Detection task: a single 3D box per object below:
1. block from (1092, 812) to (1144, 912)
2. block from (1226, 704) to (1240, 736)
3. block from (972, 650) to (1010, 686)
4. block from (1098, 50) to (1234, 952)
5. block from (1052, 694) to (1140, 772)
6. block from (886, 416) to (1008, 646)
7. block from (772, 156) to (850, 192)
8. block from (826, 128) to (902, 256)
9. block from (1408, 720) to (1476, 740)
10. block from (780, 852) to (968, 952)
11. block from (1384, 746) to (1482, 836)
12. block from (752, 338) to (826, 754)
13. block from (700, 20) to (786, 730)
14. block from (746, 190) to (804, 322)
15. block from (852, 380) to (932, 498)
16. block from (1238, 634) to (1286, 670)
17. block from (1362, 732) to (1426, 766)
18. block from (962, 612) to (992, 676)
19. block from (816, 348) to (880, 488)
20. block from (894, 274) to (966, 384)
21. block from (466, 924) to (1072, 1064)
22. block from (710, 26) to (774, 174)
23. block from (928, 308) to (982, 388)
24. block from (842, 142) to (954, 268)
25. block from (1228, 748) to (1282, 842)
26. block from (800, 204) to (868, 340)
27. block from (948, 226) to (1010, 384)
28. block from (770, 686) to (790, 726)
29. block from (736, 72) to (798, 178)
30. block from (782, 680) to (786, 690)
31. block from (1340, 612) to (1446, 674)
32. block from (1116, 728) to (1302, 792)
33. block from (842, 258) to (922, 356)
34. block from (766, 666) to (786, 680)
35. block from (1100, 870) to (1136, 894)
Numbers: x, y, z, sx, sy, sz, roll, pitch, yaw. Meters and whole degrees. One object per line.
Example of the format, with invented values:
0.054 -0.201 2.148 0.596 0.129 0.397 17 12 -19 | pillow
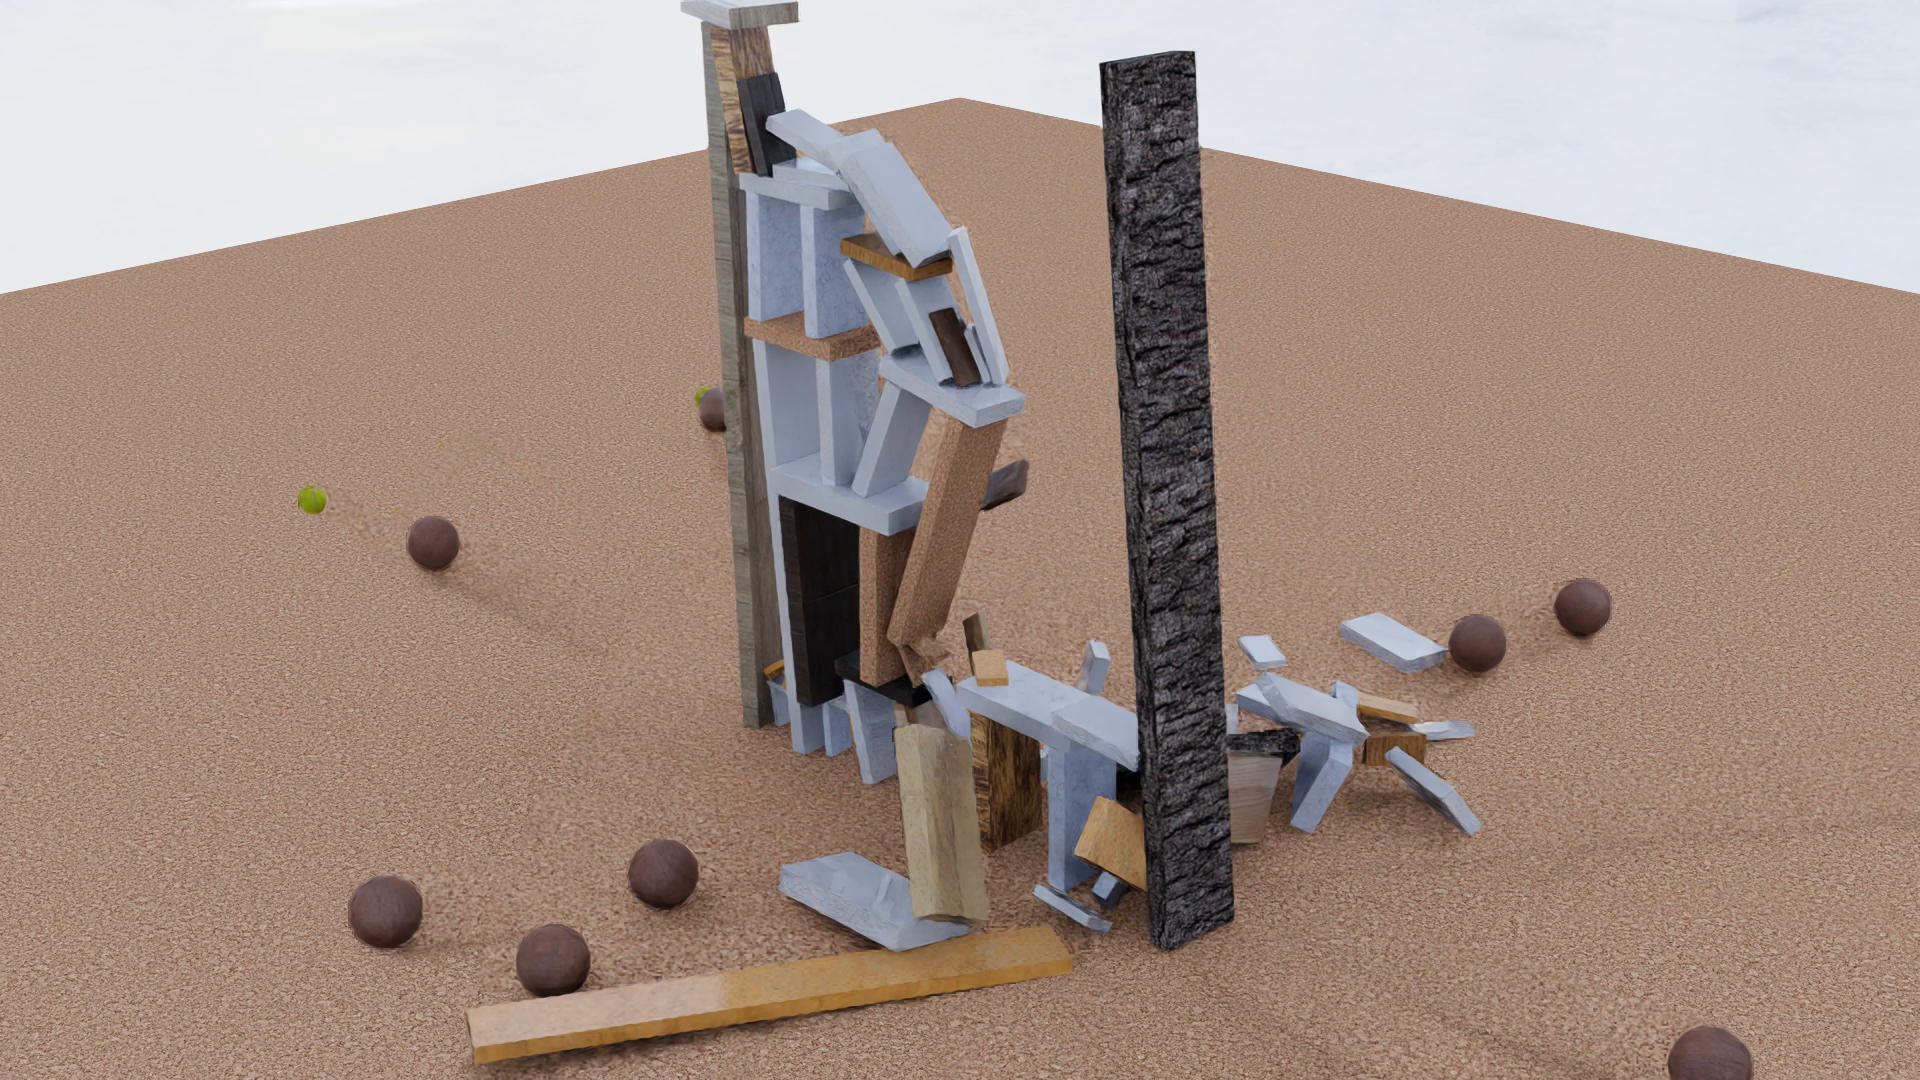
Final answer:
0.323 0.579 4.096 0.032 0.112 0.224 30 77 19 | block
0.538 0.421 4.724 0.119 0.034 0.239 2 23 5 | block
0.058 0.250 4.279 0.061 0.017 0.122 -2 23 -5 | block
0.367 -0.032 3.815 0.170 1.586 0.048 -18 22 -36 | block
0.283 0.351 4.022 0.112 0.032 0.224 -18 29 -36 | block
-0.026 -0.027 4.253 0.130 0.536 0.037 -21 49 -42 | block
-0.257 -0.701 4.200 0.185 0.026 0.093 15 27 33 | block
-0.141 -0.654 4.132 0.034 0.238 0.119 -35 -4 42 | block
1.039 0.412 4.753 0.129 0.018 0.064 -4 13 -10 | block
-0.161 0.663 4.056 0.170 0.048 0.340 -6 16 -42 | block
0.946 0.501 4.405 0.032 0.113 0.227 -41 25 -4 | block
-0.328 0.009 4.581 0.037 0.905 0.130 15 27 43 | block
-0.436 -0.315 4.559 0.040 1.518 0.140 10 25 25 | block
-0.360 -0.576 4.372 0.130 0.260 0.037 -21 32 -40 | block
-0.123 -0.211 4.273 0.037 0.261 0.131 37 38 23 | block
0.702 0.261 5.121 0.068 0.019 0.137 -5 23 -11 | block
0.917 0.440 4.639 0.129 0.064 0.018 -2 17 -6 | block
0.056 0.317 4.461 0.017 0.340 0.061 2 -21 -34 | block
-0.218 -0.248 4.353 0.037 0.260 0.130 18 29 41 | block
-0.038 -0.401 4.116 0.101 0.202 0.029 -22 -2 -43 | block
-0.316 0.782 3.819 1.050 0.032 0.113 -5 23 -18 | block
-0.407 -0.864 4.262 0.040 0.279 0.140 2 21 28 | block
-0.008 -0.359 4.094 0.052 0.148 0.015 -20 -4 -43 | block
-0.107 -0.623 4.083 0.119 0.238 0.034 -28 -8 -48 | block
0.516 0.490 4.210 0.049 0.172 0.344 16 1 29 | block
-0.243 -0.530 4.259 0.130 0.260 0.037 -21 30 -40 | block
0.036 -0.436 4.096 0.019 0.290 0.068 -13 17 17 | block
-0.387 0.356 4.803 0.046 0.092 0.013 -21 22 -41 | block
-0.369 -0.799 4.232 0.026 0.185 0.093 -1 18 39 | block
-0.345 0.280 4.715 0.048 0.096 0.014 -22 62 -41 | block
1.013 0.240 5.152 0.119 0.034 0.239 -13 26 -28 | block
0.449 0.455 4.487 0.461 0.049 0.172 -5 -20 -11 | block
-0.135 -0.456 4.209 0.101 0.202 0.029 -18 -15 -40 | block
-0.375 0.277 4.751 0.048 0.014 0.096 -25 -2 -45 | block
0.293 0.601 4.175 0.072 0.143 0.020 -17 -3 -35 | block
